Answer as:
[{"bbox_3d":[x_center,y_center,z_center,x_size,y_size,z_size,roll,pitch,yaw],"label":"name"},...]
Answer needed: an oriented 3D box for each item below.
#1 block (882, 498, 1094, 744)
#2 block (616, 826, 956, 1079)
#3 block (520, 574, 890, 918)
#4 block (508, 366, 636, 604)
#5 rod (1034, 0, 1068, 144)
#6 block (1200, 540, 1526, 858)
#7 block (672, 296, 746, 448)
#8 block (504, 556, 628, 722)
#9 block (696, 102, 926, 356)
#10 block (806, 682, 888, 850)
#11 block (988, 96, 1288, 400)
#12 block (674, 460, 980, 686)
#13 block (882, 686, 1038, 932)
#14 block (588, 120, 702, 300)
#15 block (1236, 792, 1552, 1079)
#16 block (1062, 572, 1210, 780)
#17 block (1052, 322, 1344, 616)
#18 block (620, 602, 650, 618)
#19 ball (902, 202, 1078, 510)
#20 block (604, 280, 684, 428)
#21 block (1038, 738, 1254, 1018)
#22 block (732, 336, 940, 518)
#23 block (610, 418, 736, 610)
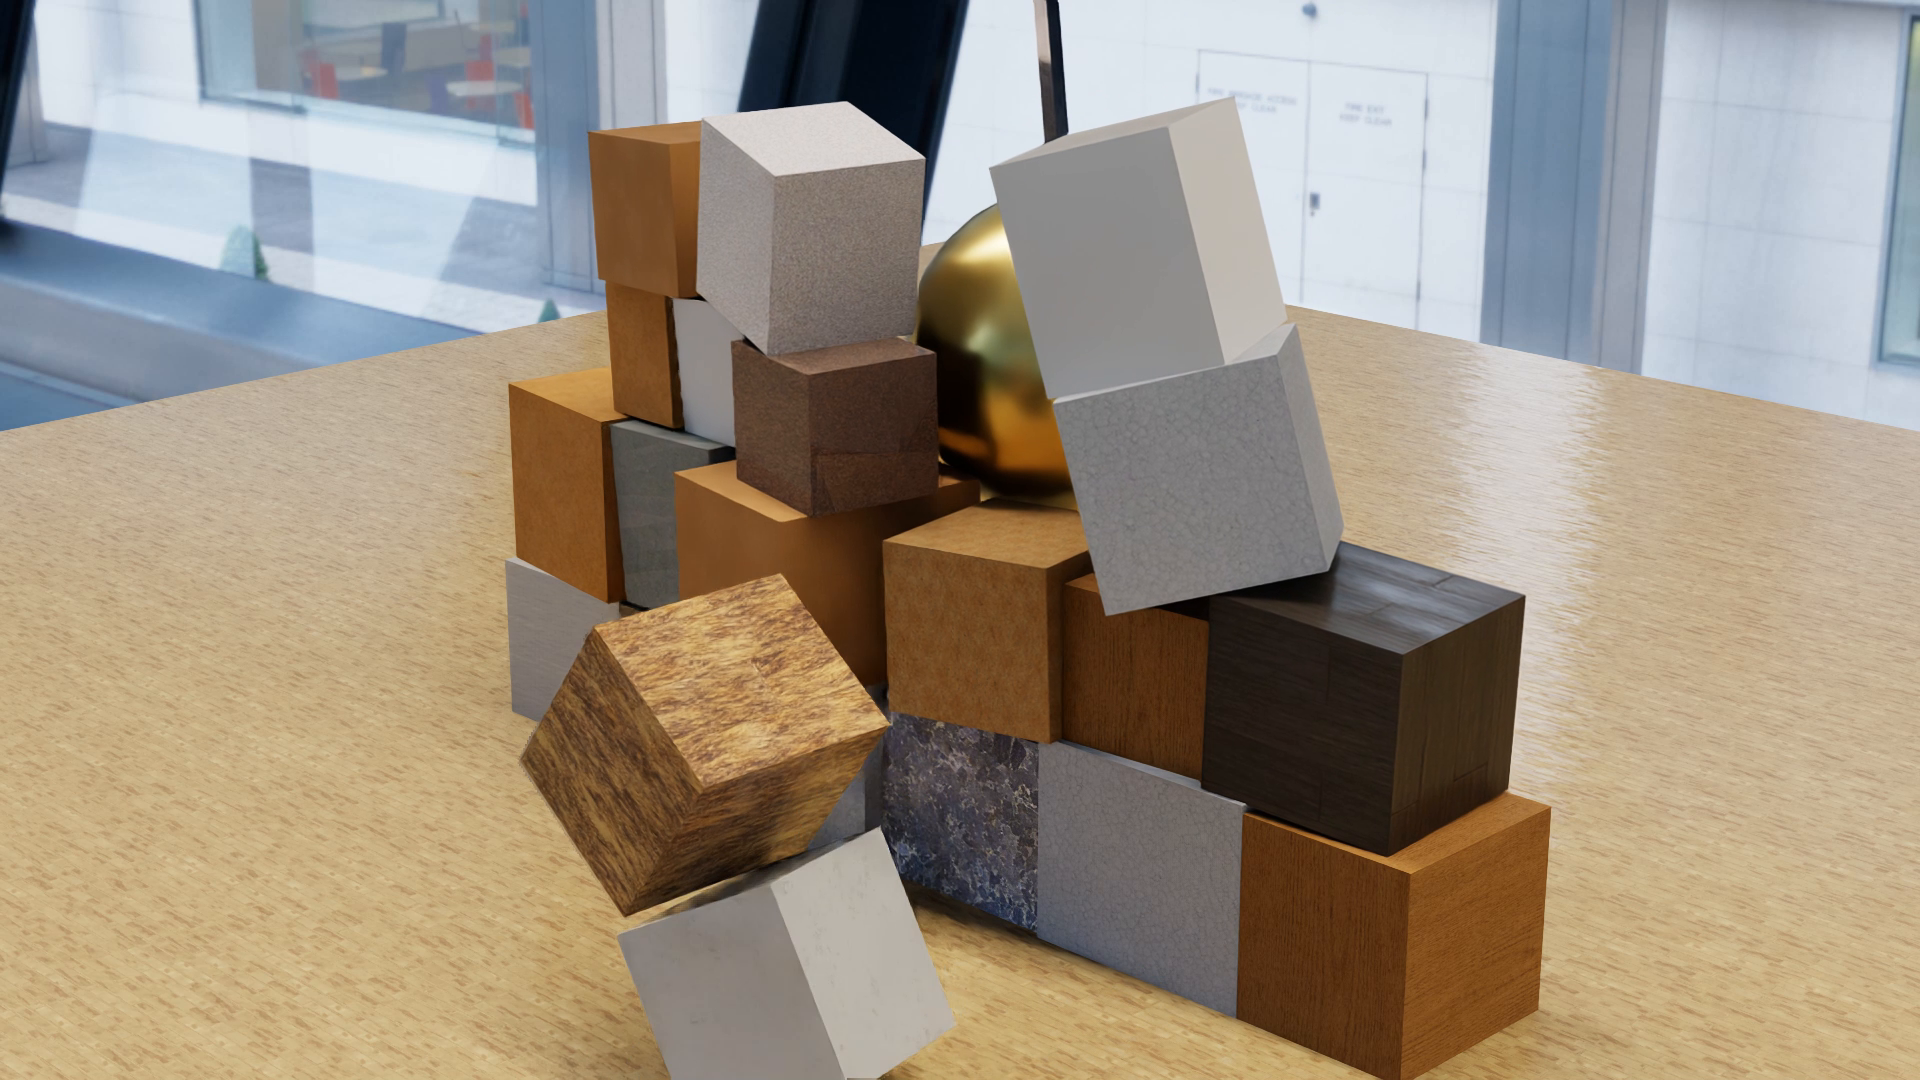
[{"bbox_3d":[0.266,0.336,12.881,0.854,0.776,0.831,9,19,35],"label":"block"},{"bbox_3d":[-0.649,1.672,11.116,0.740,0.820,0.818,-22,-1,29],"label":"block"},{"bbox_3d":[-0.988,0.779,11.278,0.918,0.841,0.775,-16,60,-42],"label":"block"},{"bbox_3d":[-1.647,-0.326,15.017,0.943,0.934,0.947,-12,21,-35],"label":"block"},{"bbox_3d":[0.229,-3.982,12.330,0.080,5.200,0.080,17,31,42],"label":"rod"},{"bbox_3d":[1.621,0.616,11.832,0.913,0.853,0.877,18,26,38],"label":"block"},{"bbox_3d":[-0.865,-0.843,13.788,0.672,0.667,0.701,-13,17,-30],"label":"block"},{"bbox_3d":[-1.736,0.516,15.298,0.823,0.842,0.946,-17,24,-42],"label":"block"},{"bbox_3d":[-0.677,-1.400,13.085,0.724,0.836,0.772,-11,31,-27],"label":"block"},{"bbox_3d":[-0.418,0.854,14.063,1.118,0.929,1.086,-17,24,-42],"label":"block"},{"bbox_3d":[0.739,-1.194,11.887,0.764,0.953,0.891,-10,11,25],"label":"block"},{"bbox_3d":[-0.602,0.113,13.444,1.054,0.857,0.932,-13,22,-33],"label":"block"},{"bbox_3d":[0.319,1.102,13.361,0.911,0.885,0.988,-17,24,-42],"label":"block"},{"bbox_3d":[-1.193,-1.599,13.979,0.817,0.711,0.861,-11,16,-31],"label":"block"},{"bbox_3d":[1.768,1.525,11.976,0.945,0.909,0.833,-17,24,-42],"label":"block"},{"bbox_3d":[0.985,0.503,12.429,0.782,0.696,0.782,14,22,38],"label":"block"},{"bbox_3d":[0.984,-0.296,11.908,0.912,0.884,0.760,-12,11,15],"label":"block"},{"bbox_3d":[-1.103,0.705,14.711,0.864,0.833,0.800,-17,24,-42],"label":"block"},{"bbox_3d":[0.528,-0.853,13.627,1.600,1.600,1.600,0,17,0],"label":"ball"},{"bbox_3d":[-1.271,-0.965,14.304,0.669,0.669,0.611,-11,17,-32],"label":"block"},{"bbox_3d":[1.078,1.299,12.635,1.117,0.946,0.978,16,24,42],"label":"block"},{"bbox_3d":[-0.557,-0.548,13.054,0.644,0.643,0.703,-12,21,-30],"label":"block"},{"bbox_3d":[-1.042,-0.148,14.283,0.910,0.893,0.911,-14,17,-34],"label":"block"}]
